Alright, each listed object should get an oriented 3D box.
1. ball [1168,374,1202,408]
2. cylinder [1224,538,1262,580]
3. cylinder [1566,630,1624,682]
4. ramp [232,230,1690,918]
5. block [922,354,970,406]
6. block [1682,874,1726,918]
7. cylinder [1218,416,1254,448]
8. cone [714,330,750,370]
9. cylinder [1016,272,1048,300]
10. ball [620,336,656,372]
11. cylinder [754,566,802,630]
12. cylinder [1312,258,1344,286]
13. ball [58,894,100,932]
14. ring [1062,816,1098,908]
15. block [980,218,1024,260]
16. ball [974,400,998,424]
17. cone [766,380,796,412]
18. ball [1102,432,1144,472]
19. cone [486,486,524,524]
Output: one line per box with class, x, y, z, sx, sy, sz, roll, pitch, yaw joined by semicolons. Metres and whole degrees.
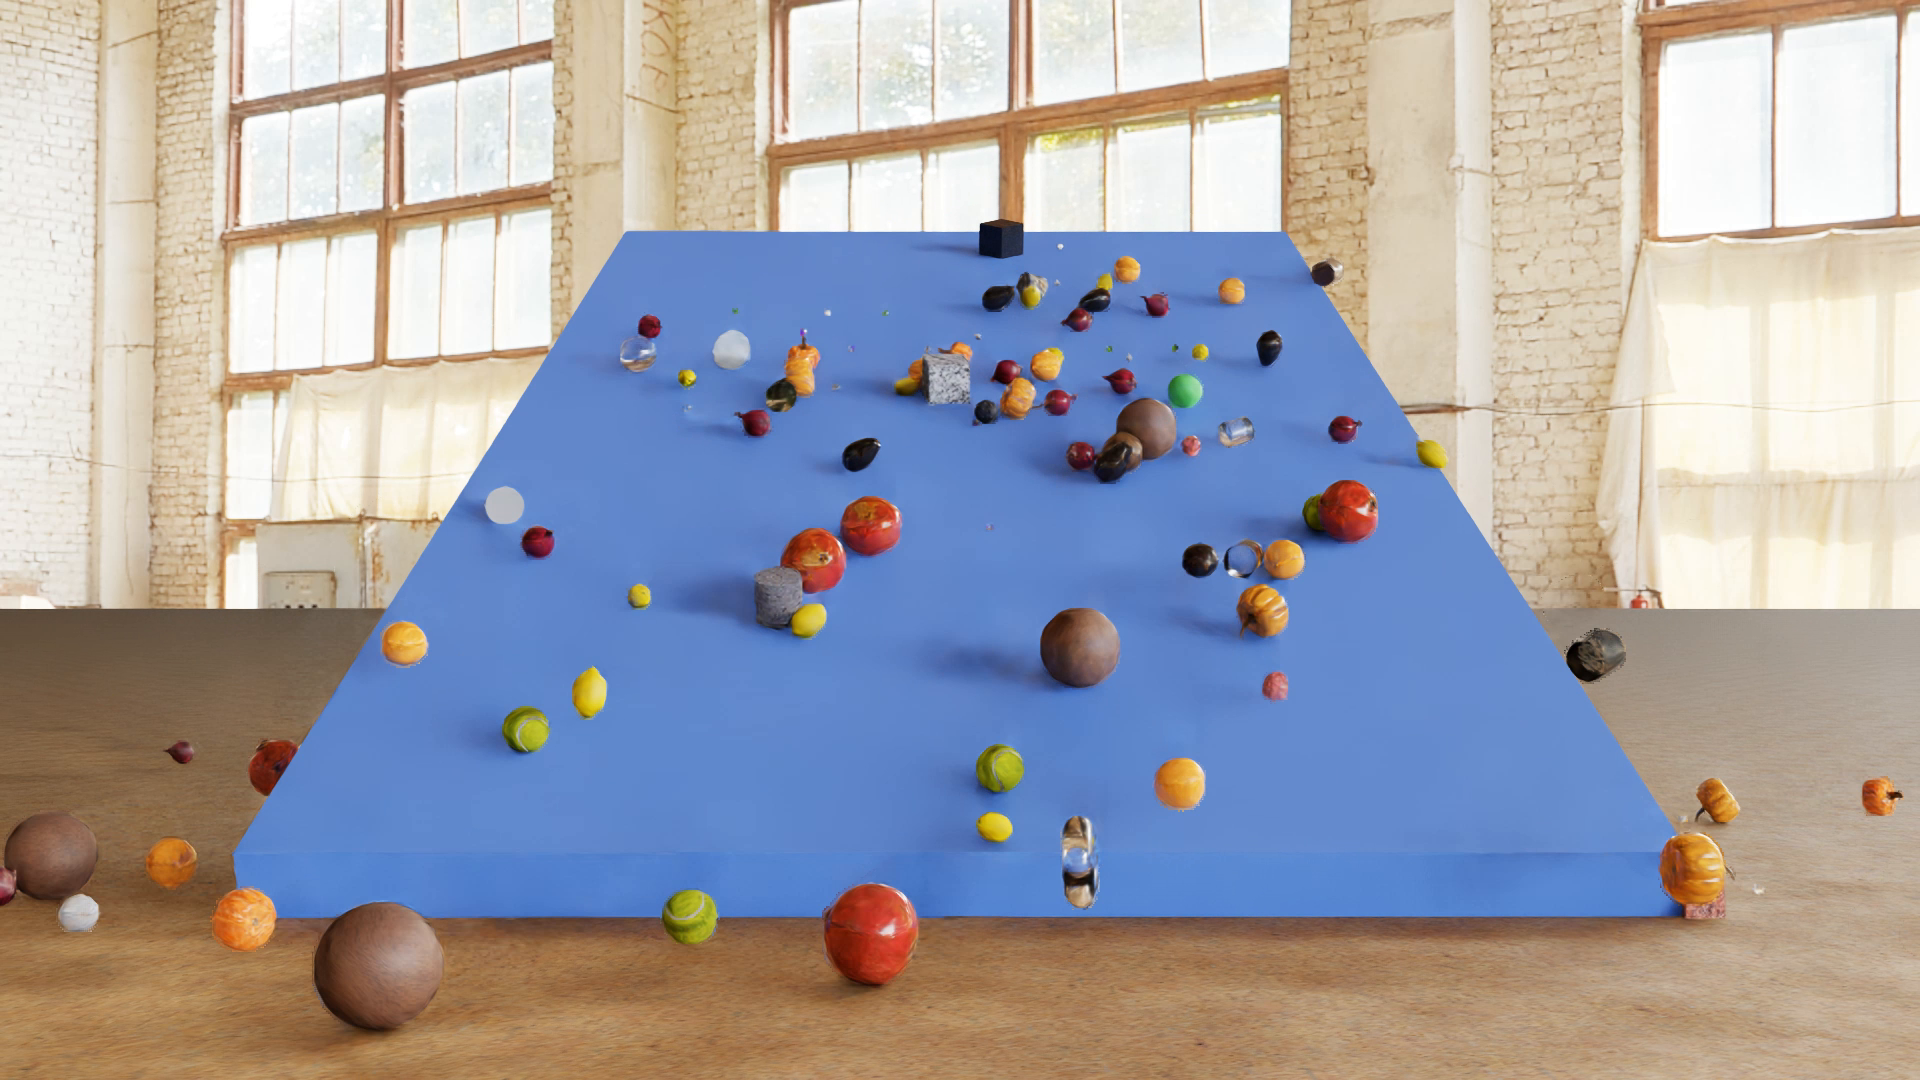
ball;0.507;-0.336;5.107;0.077;0.077;0.077;0;-2;0
cylinder;0.502;0.033;4.008;0.059;0.059;0.059;0;18;16
cylinder;1.420;0.259;5.067;0.093;0.093;0.093;-2;13;45
ramp;-0.005;-0.207;5.009;2.000;0.100;4.000;0;20;0
block;-0.032;-0.367;5.168;0.093;0.093;0.093;-3;20;-9
block;1.030;0.497;3.156;0.054;0.054;0.054;0;-2;0
cylinder;0.590;-0.231;4.841;0.055;0.055;0.055;-17;5;-23
cone;-0.528;-0.446;5.456;0.097;0.097;0.097;-1;-8;21
cylinder;0.193;-0.679;6.052;0.059;0.059;0.059;13;-8;-33
ball;-0.764;-0.441;5.375;0.088;0.088;0.088;0;-2;0
cylinder;-0.312;0.099;3.894;0.081;0.081;0.081;0;23;0
cylinder;1.009;-0.736;6.229;0.067;0.067;0.067;-1;14;31
ball;-1.165;0.494;2.997;0.050;0.050;0.050;0;-2;0
ring;0.154;0.414;2.916;0.040;0.119;0.119;-2;-2;7
block;0.120;-0.872;6.562;0.091;0.091;0.091;-19;27;-41
ball;0.059;-0.282;4.994;0.052;0.052;0.052;0;-2;0
cone;-0.391;-0.316;5.113;0.073;0.073;0.073;0;-8;16
ball;0.335;-0.180;4.669;0.084;0.084;0.084;0;-2;0
cone;-0.881;-0.062;4.412;0.074;0.074;0.074;0;-7;-4
